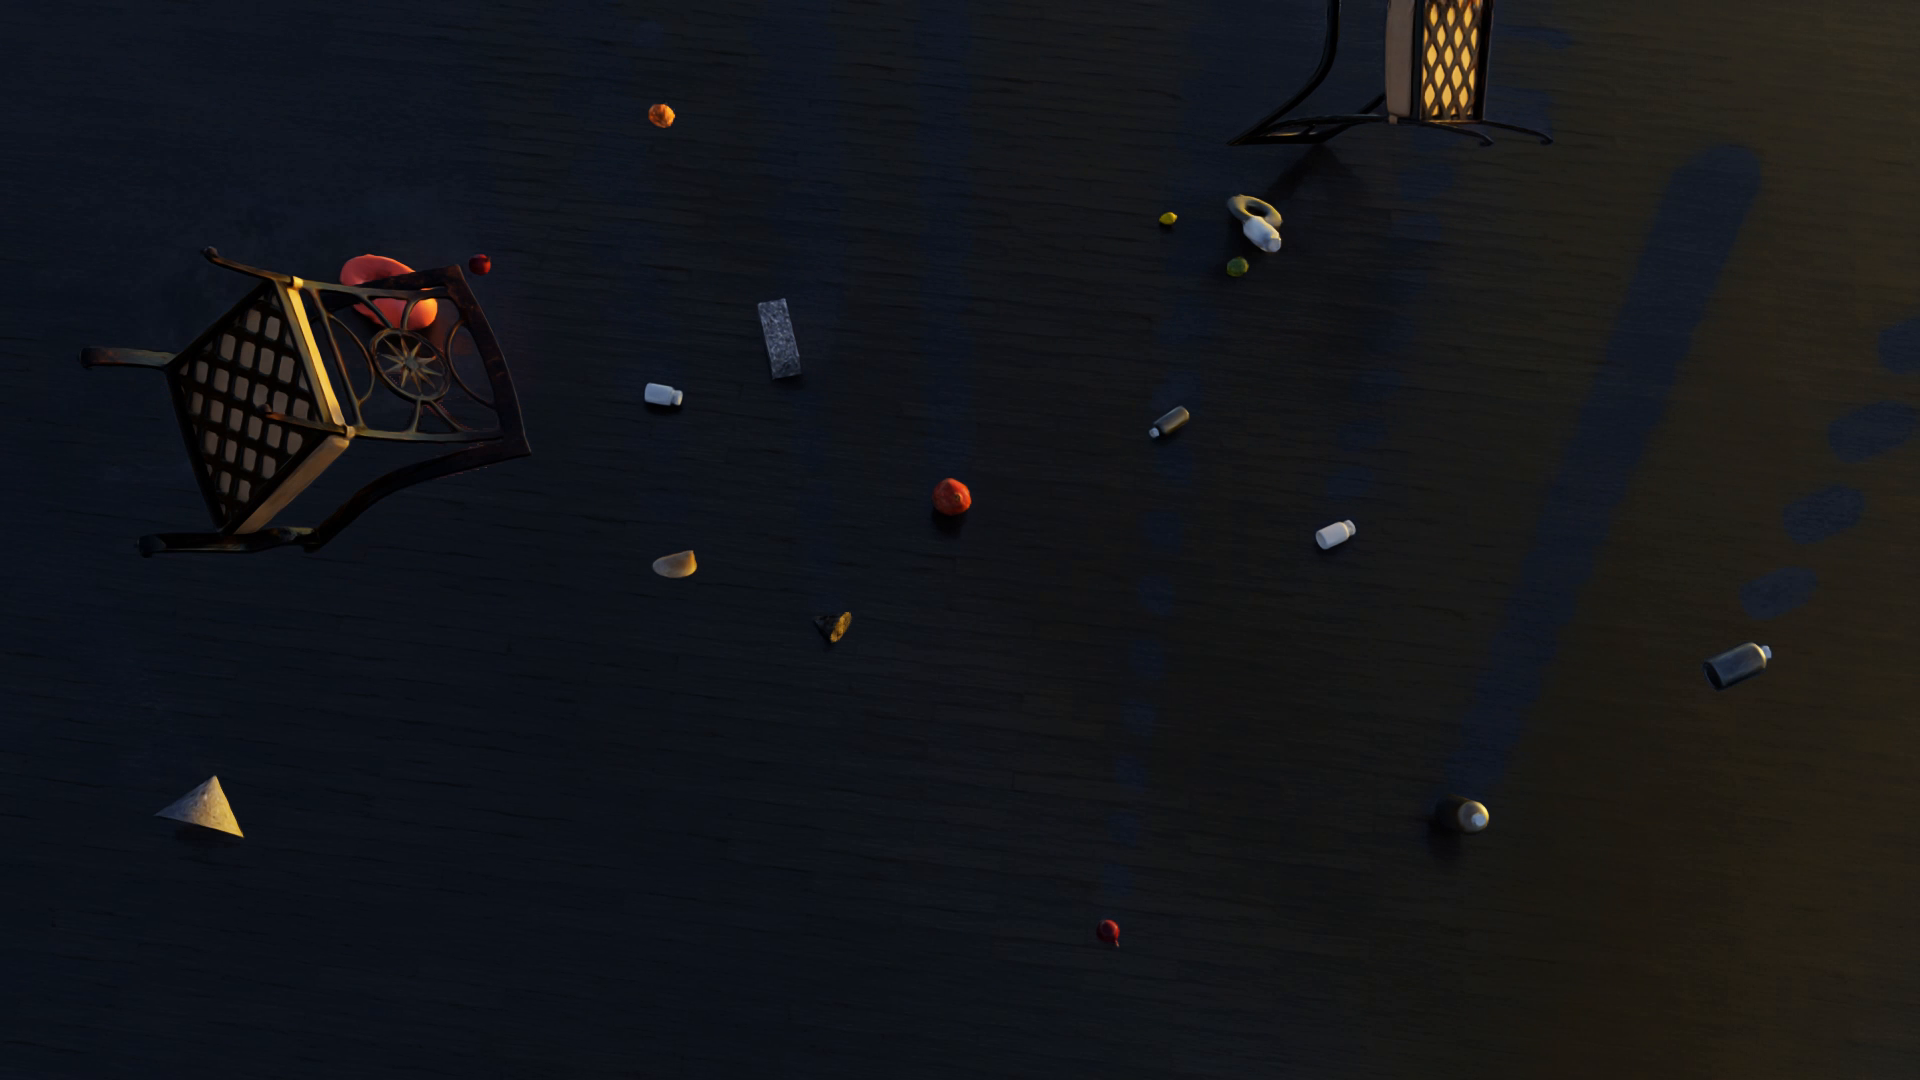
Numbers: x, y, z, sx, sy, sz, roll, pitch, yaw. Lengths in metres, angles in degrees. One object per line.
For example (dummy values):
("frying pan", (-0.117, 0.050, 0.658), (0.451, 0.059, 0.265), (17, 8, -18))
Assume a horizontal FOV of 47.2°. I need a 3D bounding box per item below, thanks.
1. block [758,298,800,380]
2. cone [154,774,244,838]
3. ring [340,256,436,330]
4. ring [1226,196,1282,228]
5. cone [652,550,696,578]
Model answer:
("block", (-0.572, -0.636, 6.946), (0.091, 0.091, 0.239), (-11, 57, -7))
("cone", (-2.039, 0.705, 5.952), (0.294, 0.190, 0.145), (5, 73, 31))
("ring", (-1.824, -0.789, 7.014), (0.400, 0.123, 0.211), (30, 60, 27))
("ring", (0.972, -1.083, 7.262), (0.196, 0.033, 0.106), (22, 64, -1))
("cone", (-0.808, 0.053, 6.432), (0.169, 0.098, 0.076), (-5, 62, -48))
